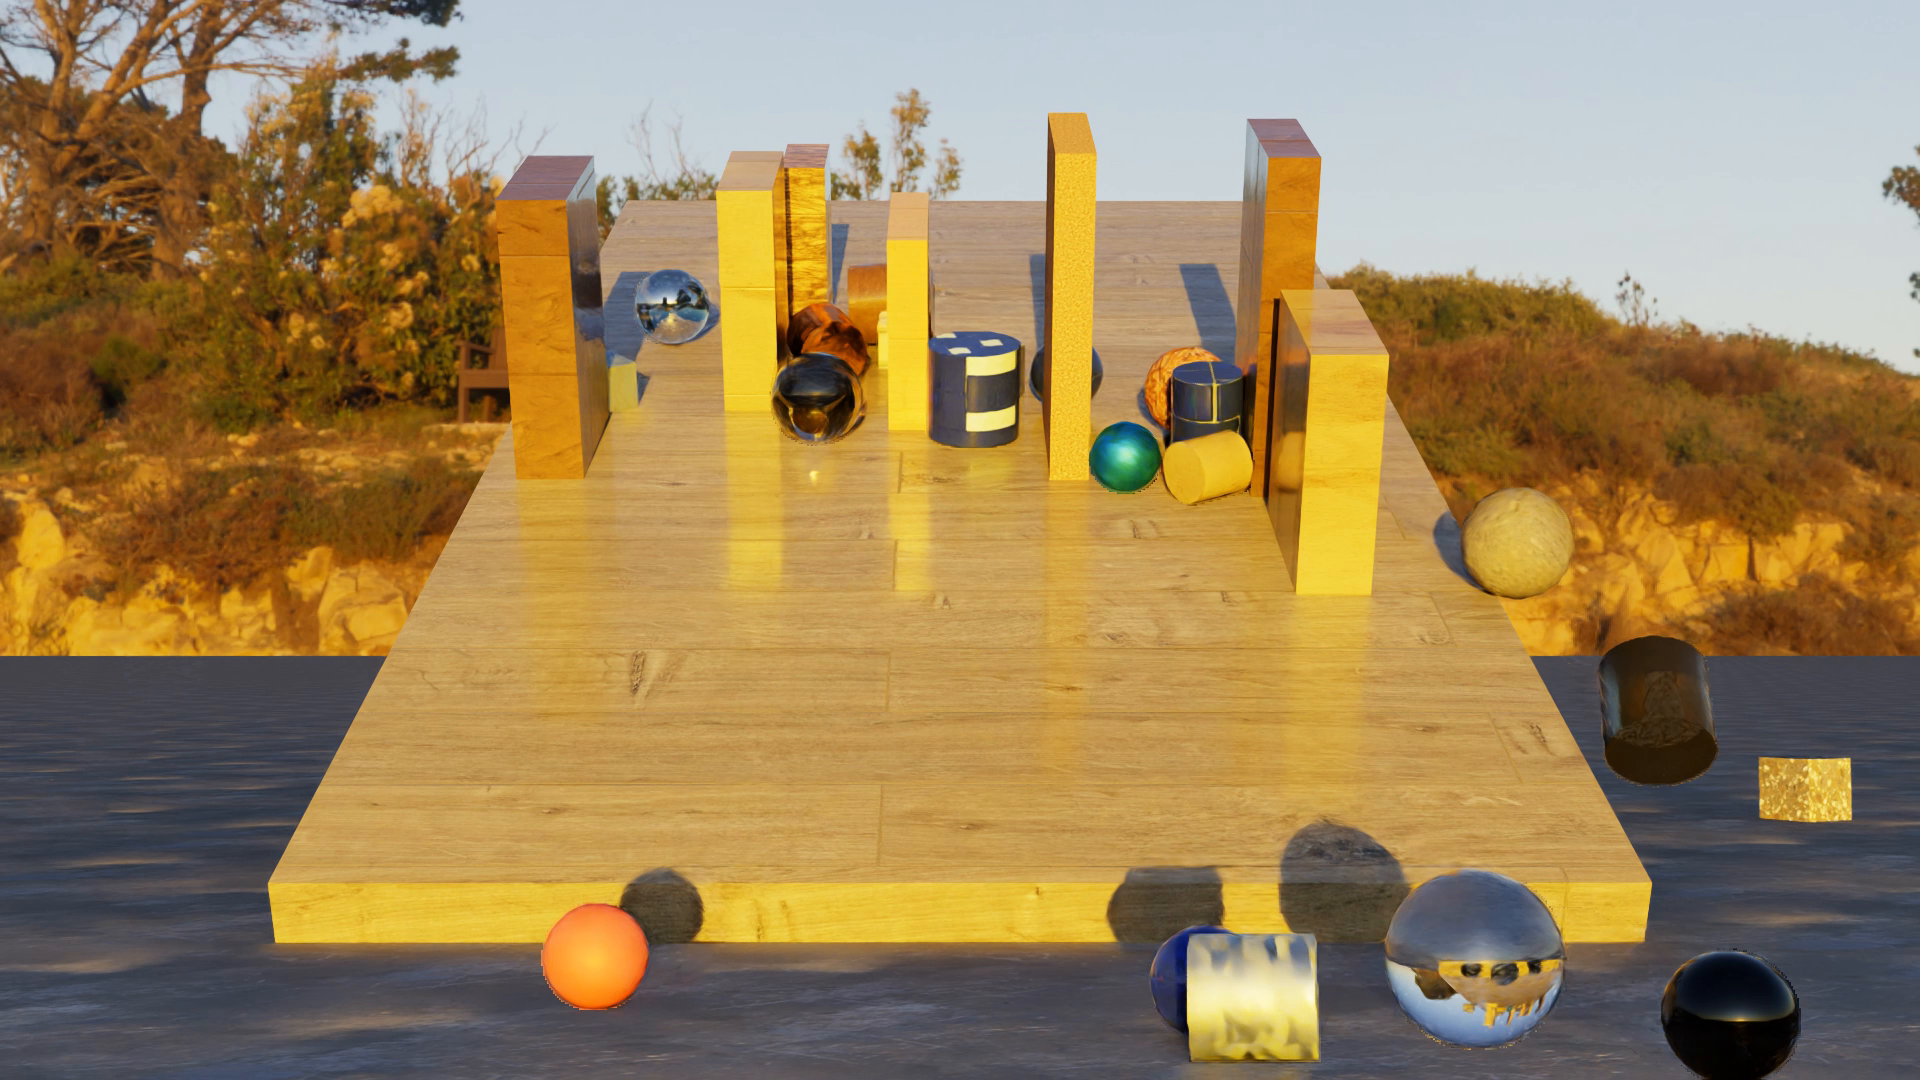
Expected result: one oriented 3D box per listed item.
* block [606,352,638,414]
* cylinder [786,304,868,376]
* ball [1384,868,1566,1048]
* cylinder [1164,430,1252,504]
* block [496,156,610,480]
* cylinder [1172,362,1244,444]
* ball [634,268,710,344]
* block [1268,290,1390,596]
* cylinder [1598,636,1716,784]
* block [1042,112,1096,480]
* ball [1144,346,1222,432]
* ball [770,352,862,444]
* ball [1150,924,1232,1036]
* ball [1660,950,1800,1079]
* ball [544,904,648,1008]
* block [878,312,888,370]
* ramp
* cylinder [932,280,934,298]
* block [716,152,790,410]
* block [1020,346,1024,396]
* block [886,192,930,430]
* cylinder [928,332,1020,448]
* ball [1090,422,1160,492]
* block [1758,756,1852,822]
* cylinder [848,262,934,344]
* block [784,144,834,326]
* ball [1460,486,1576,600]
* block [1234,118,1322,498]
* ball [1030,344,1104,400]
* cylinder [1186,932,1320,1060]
[{"bbox_3d":[-0.809,-0.356,5.240,0.107,0.107,0.107,-17,28,-35],"label":"block"},{"bbox_3d":[-0.314,-0.460,5.428,0.158,0.158,0.158,1,21,-18],"label":"cylinder"},{"bbox_3d":[0.554,0.450,2.483,0.191,0.191,0.191,0,-3,0],"label":"ball"},{"bbox_3d":[0.507,-0.150,4.722,0.129,0.129,0.129,-14,5,-31],"label":"cylinder"},{"bbox_3d":[-0.859,-0.478,4.896,0.141,0.597,0.392,0,22,0],"label":"block"},{"bbox_3d":[0.520,-0.281,4.844,0.149,0.149,0.149,-2,23,1],"label":"cylinder"},{"bbox_3d":[-0.709,-0.575,5.668,0.185,0.185,0.185,0,-3,0],"label":"ball"},{"bbox_3d":[0.693,-0.192,4.381,0.140,0.468,0.411,0,22,0],"label":"block"},{"bbox_3d":[1.387,0.340,4.592,0.210,0.210,0.210,5,-44,5],"label":"cylinder"},{"bbox_3d":[0.229,-0.519,4.874,0.082,0.693,0.385,0,22,0],"label":"block"},{"bbox_3d":[0.502,-0.328,5.061,0.195,0.195,0.195,0,-3,0],"label":"ball"},{"bbox_3d":[-0.312,-0.310,5.011,0.200,0.200,0.200,0,-3,0],"label":"ball"},{"bbox_3d":[0.271,0.486,2.535,0.125,0.125,0.125,0,-3,0],"label":"ball"},{"bbox_3d":[0.761,0.471,2.278,0.130,0.130,0.130,0,-3,0],"label":"ball"},{"bbox_3d":[-0.435,0.497,2.753,0.124,0.124,0.124,0,-3,0],"label":"ball"},{"bbox_3d":[-0.139,-0.480,5.539,0.110,0.110,0.110,0,22,1],"label":"block"},{"bbox_3d":[-0.007,-0.223,5.195,2.000,0.100,4.000,0,22,0],"label":"ramp"},{"bbox_3d":[-0.138,-0.606,5.826,0.125,0.125,0.125,4,-2,10],"label":"cylinder"},{"bbox_3d":[-0.474,-0.603,5.315,0.122,0.508,0.385,0,22,0],"label":"block"},{"bbox_3d":[0.072,-0.380,5.289,0.117,0.117,0.117,9,24,19],"label":"block"},{"bbox_3d":[-0.115,-0.525,5.230,0.087,0.432,0.424,0,22,0],"label":"block"},{"bbox_3d":[0.030,-0.332,5.054,0.204,0.204,0.204,0,21,0],"label":"cylinder"},{"bbox_3d":[0.342,-0.172,4.755,0.144,0.144,0.144,0,-3,0],"label":"ball"},{"bbox_3d":[2.136,0.627,5.824,0.154,0.154,0.154,2,-3,-30],"label":"block"},{"bbox_3d":[-0.168,-0.584,5.662,0.195,0.195,0.195,-4,-3,3],"label":"cylinder"},{"bbox_3d":[-0.380,-0.747,5.759,0.106,0.435,0.258,0,22,0],"label":"block"},{"bbox_3d":[1.030,0.006,4.260,0.207,0.207,0.207,0,-3,0],"label":"ball"},{"bbox_3d":[0.649,-0.482,4.768,0.103,0.708,0.353,0,22,0],"label":"block"},{"bbox_3d":[0.242,-0.381,5.229,0.166,0.166,0.166,0,-3,0],"label":"ball"},{"bbox_3d":[0.306,0.475,2.400,0.130,0.130,0.130,-2,-3,10],"label":"cylinder"}]
